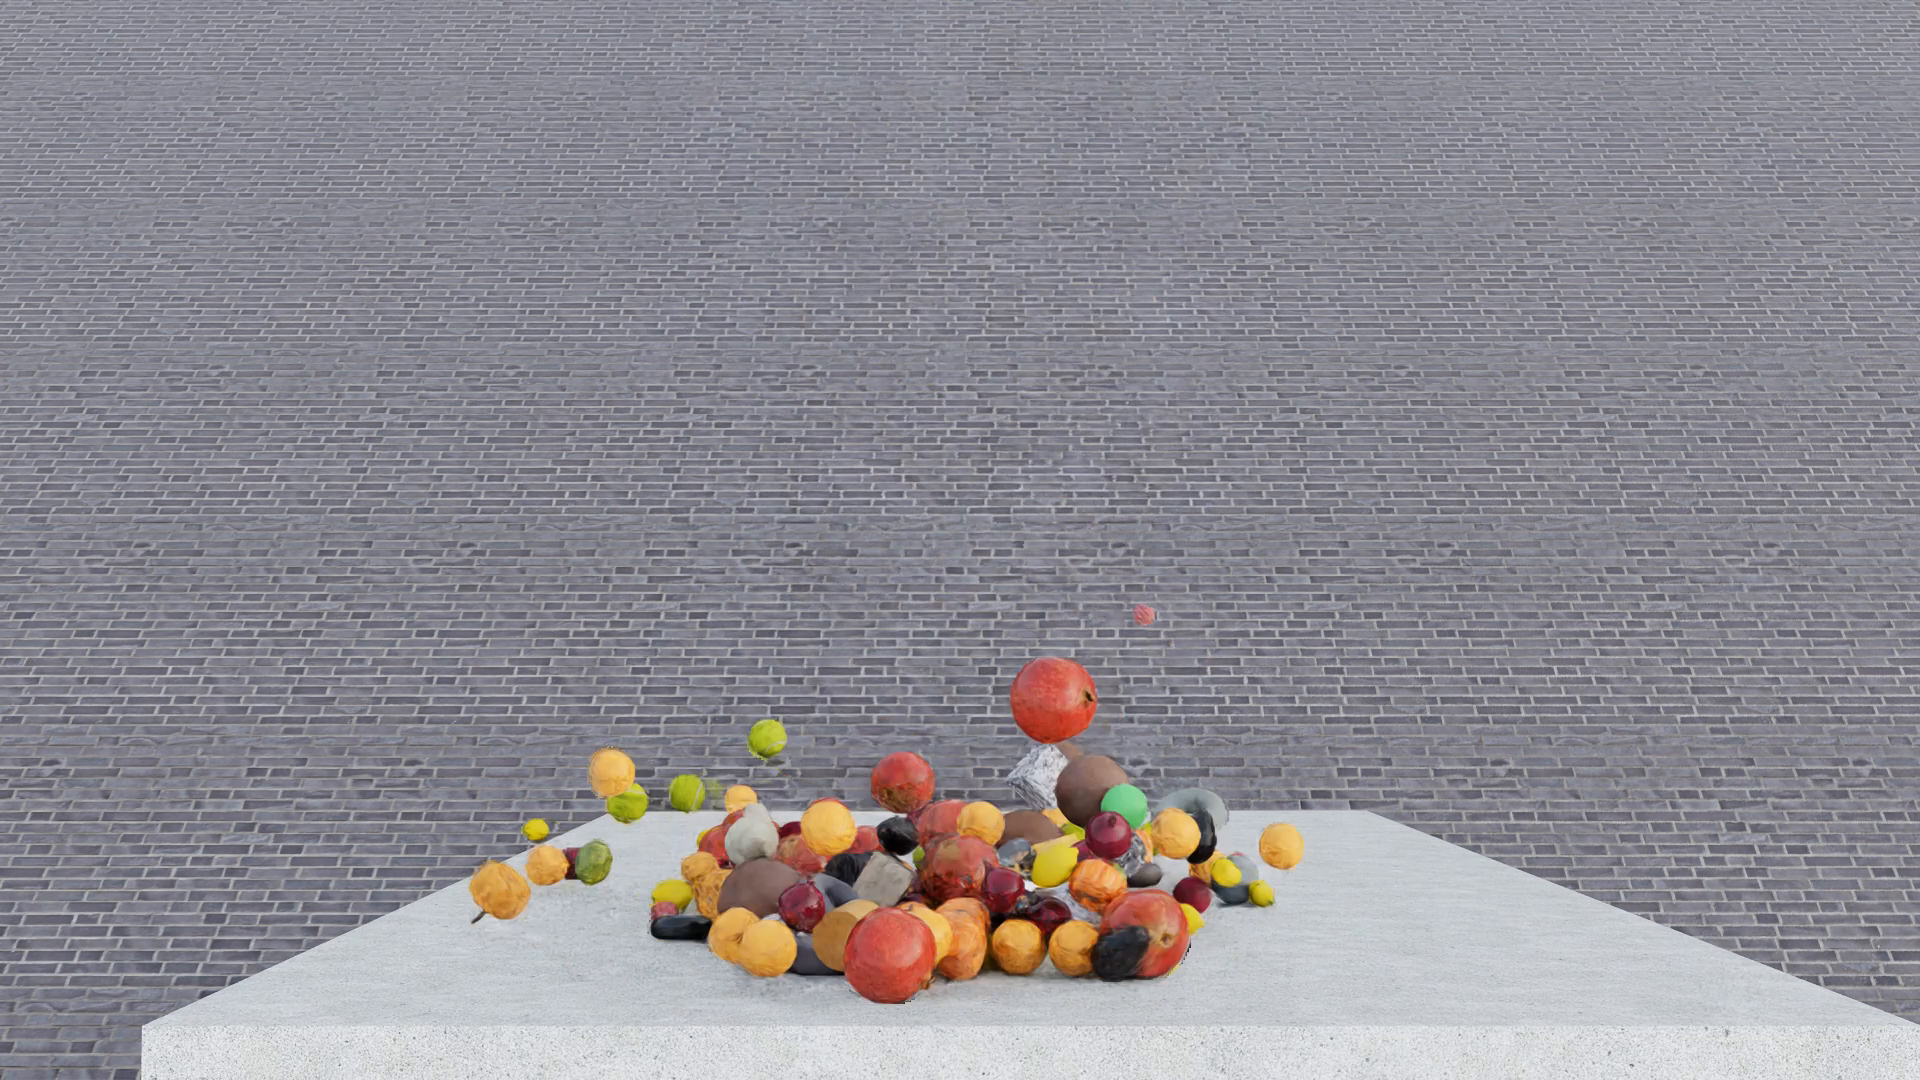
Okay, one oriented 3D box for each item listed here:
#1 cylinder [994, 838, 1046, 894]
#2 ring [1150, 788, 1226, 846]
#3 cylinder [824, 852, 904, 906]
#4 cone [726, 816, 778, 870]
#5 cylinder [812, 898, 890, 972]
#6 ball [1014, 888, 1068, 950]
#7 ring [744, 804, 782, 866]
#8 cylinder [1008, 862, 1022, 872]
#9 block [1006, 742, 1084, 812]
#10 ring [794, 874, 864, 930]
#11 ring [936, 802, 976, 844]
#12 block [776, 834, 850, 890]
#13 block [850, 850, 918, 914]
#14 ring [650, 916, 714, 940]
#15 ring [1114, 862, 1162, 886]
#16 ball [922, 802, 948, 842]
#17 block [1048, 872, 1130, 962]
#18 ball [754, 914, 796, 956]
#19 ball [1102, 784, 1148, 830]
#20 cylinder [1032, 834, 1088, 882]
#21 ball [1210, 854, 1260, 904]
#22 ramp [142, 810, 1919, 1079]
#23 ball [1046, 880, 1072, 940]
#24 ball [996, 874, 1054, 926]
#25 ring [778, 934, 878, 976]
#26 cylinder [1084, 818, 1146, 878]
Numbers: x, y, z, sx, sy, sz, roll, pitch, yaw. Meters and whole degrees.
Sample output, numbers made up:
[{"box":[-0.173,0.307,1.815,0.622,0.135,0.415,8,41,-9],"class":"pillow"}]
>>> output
[{"box":[0.088,0.476,3.797,0.057,0.057,0.057,-21,29,12],"class":"cylinder"},{"box":[0.433,0.526,4.934,0.147,0.049,0.147,-13,29,8],"class":"ring"},{"box":[-0.143,0.516,3.916,0.090,0.090,0.090,6,25,-43],"class":"cylinder"},{"box":[-0.306,0.458,3.941,0.083,0.083,0.083,-15,-3,-19],"class":"cone"},{"box":[-0.138,0.503,3.312,0.077,0.077,0.077,14,8,18],"class":"cylinder"},{"box":[0.118,0.535,3.673,0.086,0.086,0.086,0,37,0],"class":"ball"},{"box":[-0.327,0.489,4.308,0.037,0.112,0.112,-19,40,-15],"class":"ring"},{"box":[0.112,0.565,4.293,0.052,0.052,0.052,-15,28,8],"class":"cylinder"},{"box":[0.151,0.427,4.677,0.083,0.083,0.083,46,68,-9],"class":"block"},{"box":[-0.171,0.519,3.624,0.139,0.046,0.139,34,15,-10],"class":"ring"},{"box":[-0.007,0.489,4.500,0.078,0.026,0.078,17,59,-30],"class":"ring"},{"box":[-0.261,0.574,4.620,0.092,0.092,0.092,-2,-3,31],"class":"block"},{"box":[-0.105,0.475,3.614,0.065,0.065,0.065,32,86,6],"class":"block"},{"box":[-0.404,0.563,3.778,0.094,0.094,0.031,-1,77,-2],"class":"ring"},{"box":[0.304,0.603,4.695,0.122,0.041,0.122,0,-4,0],"class":"ring"},{"box":[-0.040,0.622,5.751,0.090,0.090,0.090,0,37,0],"class":"ball"},{"box":[0.175,0.511,3.527,0.070,0.070,0.070,-35,44,2],"class":"block"},{"box":[-0.239,0.511,3.364,0.054,0.054,0.054,0,37,0],"class":"ball"},{"box":[0.276,0.449,4.365,0.078,0.078,0.078,0,37,0],"class":"ball"},{"box":[0.150,0.519,4.119,0.087,0.087,0.087,-17,36,9],"class":"cylinder"},{"box":[0.460,0.567,4.344,0.082,0.082,0.082,0,37,0],"class":"ball"},{"box":[0.081,0.683,4.918,2.000,0.100,4.000,0,-2,0],"class":"ramp"},{"box":[0.153,0.540,3.792,0.087,0.087,0.087,0,37,0],"class":"ball"},{"box":[0.102,0.543,3.940,0.095,0.095,0.095,0,37,0],"class":"ball"},{"box":[-0.174,0.547,3.429,0.133,0.044,0.133,0,-1,0],"class":"ring"},{"box":[0.238,0.475,4.001,0.075,0.075,0.075,-11,11,-14],"class":"cylinder"}]
